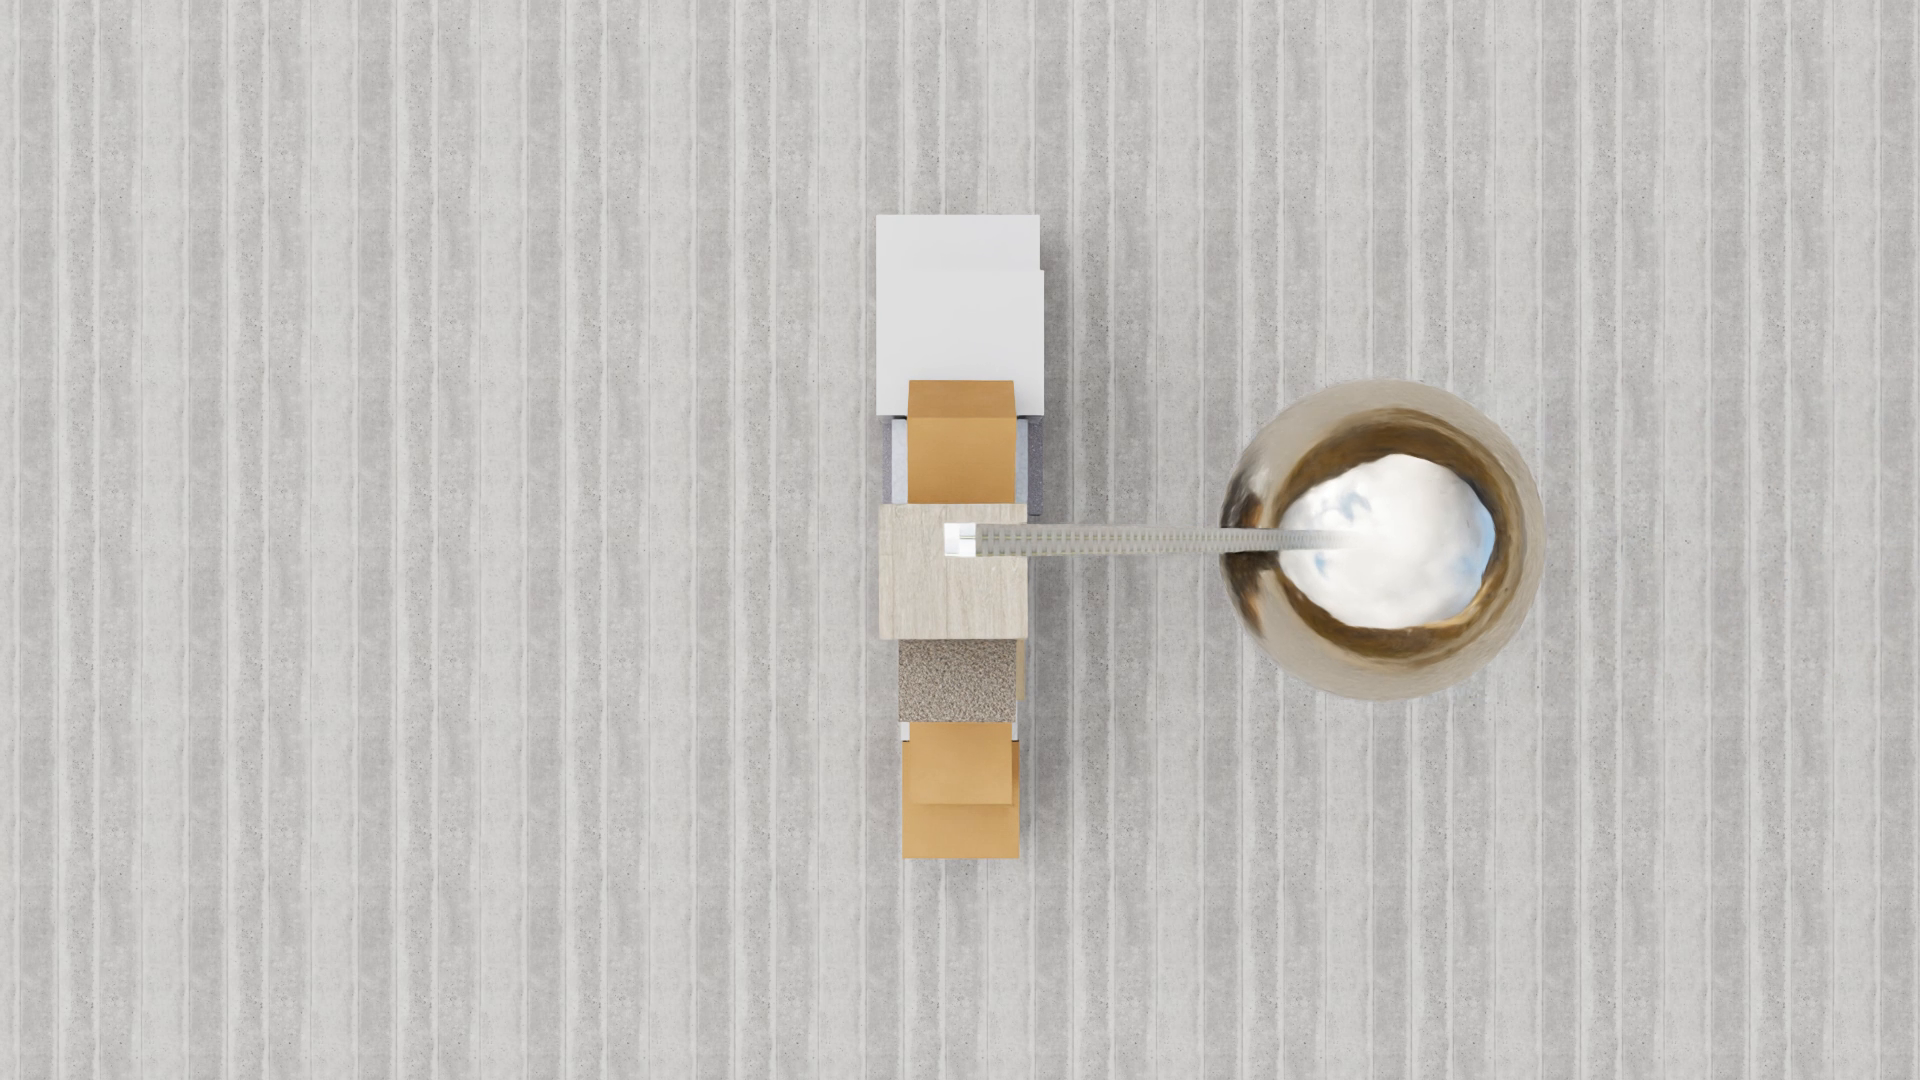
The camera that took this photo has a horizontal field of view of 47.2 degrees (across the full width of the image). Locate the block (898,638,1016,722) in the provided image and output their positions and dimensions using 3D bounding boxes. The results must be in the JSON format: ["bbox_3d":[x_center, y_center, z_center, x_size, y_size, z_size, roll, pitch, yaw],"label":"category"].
[{"bbox_3d":[-0.014,0.612,11.278,0.588,0.612,0.564,0,94,0],"label":"block"}]

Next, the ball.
[{"bbox_3d":[2.074,0.000,10.869,1.600,1.600,1.600,0,90,0],"label":"ball"}]

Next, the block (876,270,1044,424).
[{"bbox_3d":[0.001,-1.015,11.726,0.861,0.822,0.744,0,90,0],"label":"block"}]

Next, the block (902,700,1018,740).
[{"bbox_3d":[-0.004,0.802,12.687,0.655,0.625,0.651,0,90,0],"label":"block"}]

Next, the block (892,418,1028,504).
[{"bbox_3d":[-0.001,-0.310,11.818,0.708,0.703,0.647,0,90,0],"label":"block"}]

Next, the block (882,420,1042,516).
[{"bbox_3d":[0.015,-0.556,12.585,0.887,0.831,0.830,0,90,0],"label":"block"}]

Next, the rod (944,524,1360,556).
[{"bbox_3d":[0.899,0.000,7.679,0.080,5.200,0.080,0,90,20],"label":"rod"}]

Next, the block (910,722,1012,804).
[{"bbox_3d":[0.004,1.116,12.078,0.550,0.591,0.578,0,92,0],"label":"block"}]

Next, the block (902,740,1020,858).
[{"bbox_3d":[0.004,1.466,12.692,0.659,0.617,0.657,0,90,0],"label":"block"}]

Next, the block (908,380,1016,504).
[{"bbox_3d":[0.007,-0.469,11.104,0.534,0.527,0.523,0,115,0],"label":"block"}]

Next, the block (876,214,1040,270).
[{"bbox_3d":[-0.011,-1.388,12.568,0.900,0.863,0.813,0,90,0],"label":"block"}]

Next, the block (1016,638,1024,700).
[{"bbox_3d":[0.014,0.436,11.963,0.655,0.777,0.775,0,94,0],"label":"block"}]

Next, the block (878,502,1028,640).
[{"bbox_3d":[-0.032,0.139,10.590,0.691,0.723,0.629,0,91,0],"label":"block"}]
